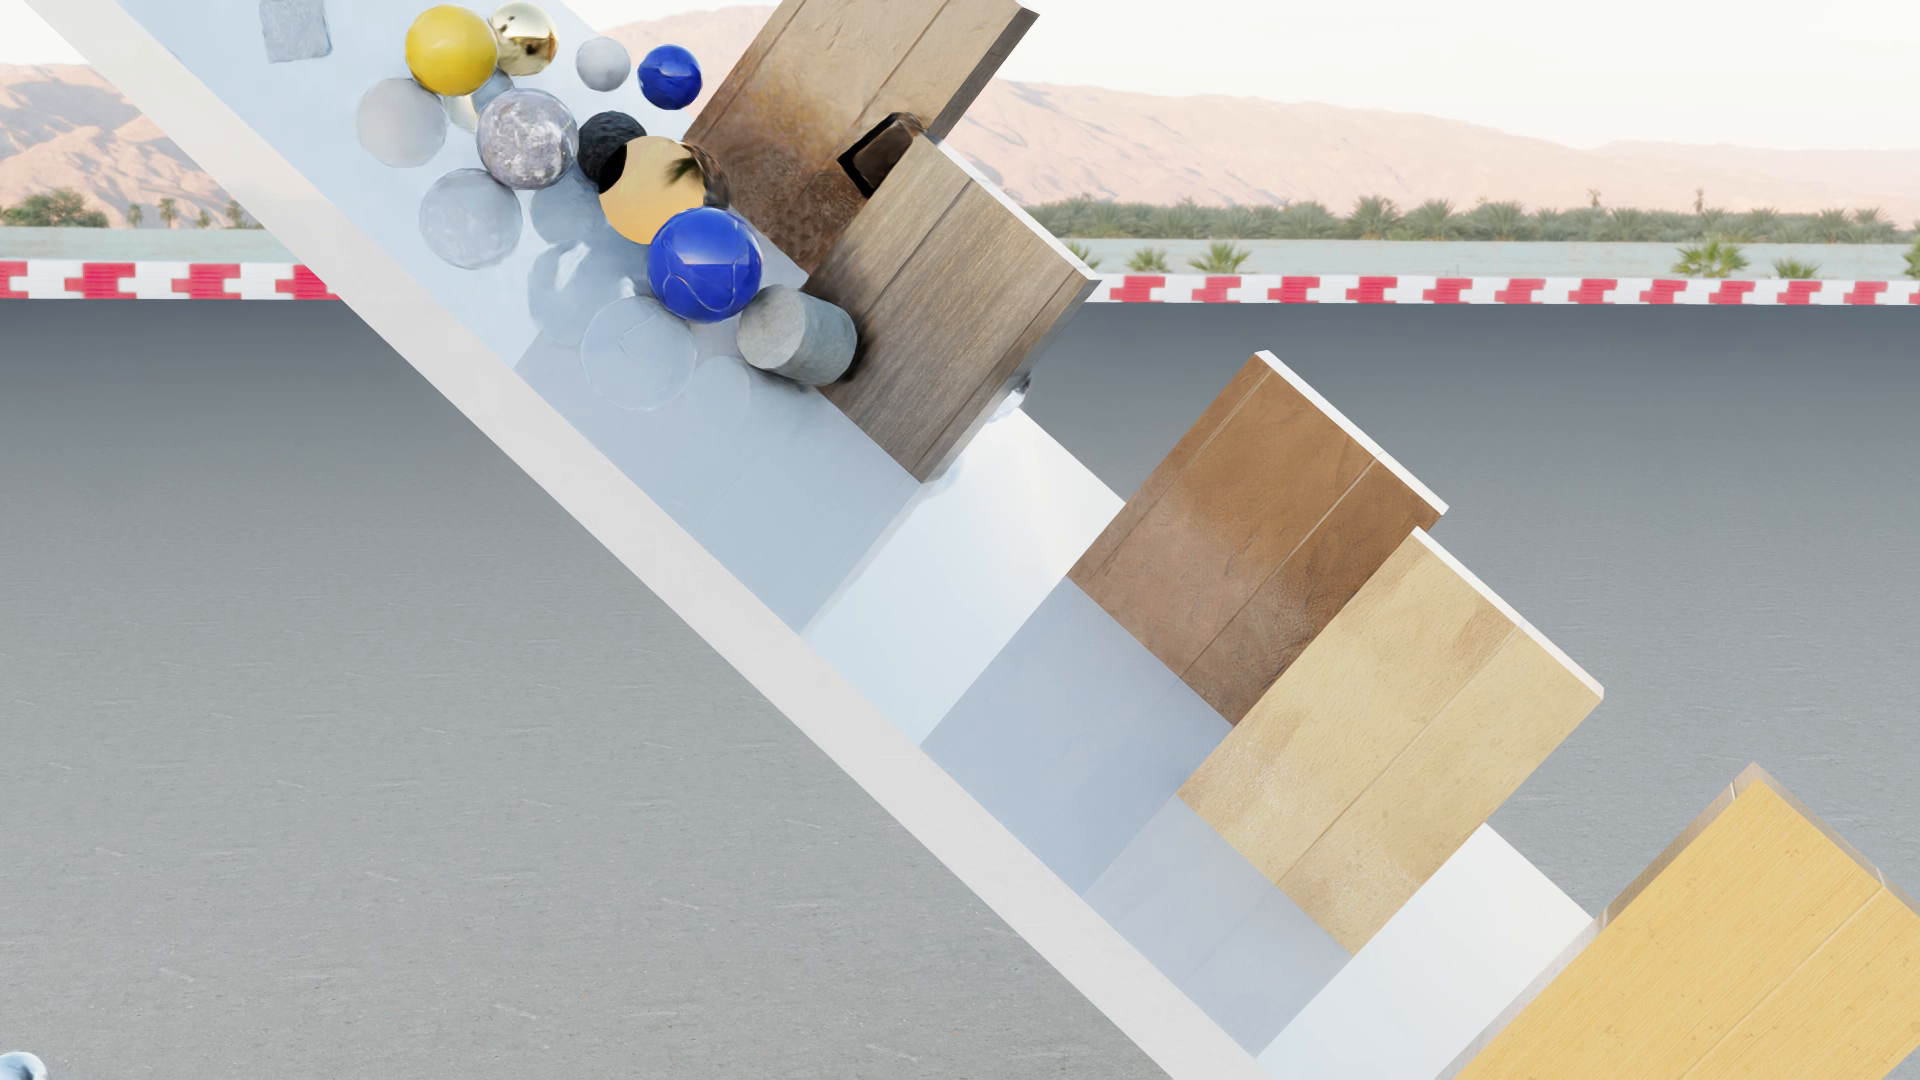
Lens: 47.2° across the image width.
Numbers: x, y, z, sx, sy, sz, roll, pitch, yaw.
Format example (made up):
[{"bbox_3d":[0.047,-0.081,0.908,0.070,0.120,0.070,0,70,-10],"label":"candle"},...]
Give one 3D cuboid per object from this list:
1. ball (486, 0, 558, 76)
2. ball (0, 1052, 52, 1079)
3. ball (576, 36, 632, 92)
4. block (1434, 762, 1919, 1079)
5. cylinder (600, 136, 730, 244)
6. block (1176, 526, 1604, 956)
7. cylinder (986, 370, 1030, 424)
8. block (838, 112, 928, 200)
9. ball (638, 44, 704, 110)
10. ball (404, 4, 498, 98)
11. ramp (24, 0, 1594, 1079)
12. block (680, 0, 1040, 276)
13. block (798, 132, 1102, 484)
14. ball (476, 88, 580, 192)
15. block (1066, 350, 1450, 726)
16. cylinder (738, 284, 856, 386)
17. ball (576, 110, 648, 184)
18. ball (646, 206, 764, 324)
[{"bbox_3d":[-0.873,-0.996,4.373,0.148,0.148,0.148,0,7,0],"label":"ball"},{"bbox_3d":[-2.071,1.196,4.818,0.149,0.149,0.149,0,7,0],"label":"ball"},{"bbox_3d":[-0.733,-0.978,4.518,0.113,0.113,0.113,0,7,0],"label":"ball"},{"bbox_3d":[0.997,0.693,3.026,0.385,0.697,0.105,42,16,8],"label":"block"},{"bbox_3d":[-0.538,-0.634,4.018,0.193,0.193,0.193,1,6,7],"label":"cylinder"},{"bbox_3d":[0.684,0.324,3.534,0.386,0.575,0.103,42,16,8],"label":"block"},{"bbox_3d":[0.025,-0.354,4.466,0.207,0.207,0.207,1,-6,12],"label":"cylinder"},{"bbox_3d":[-0.129,-0.771,4.529,0.152,0.152,0.152,-37,-1,18],"label":"block"},{"bbox_3d":[-0.617,-0.987,4.688,0.140,0.140,0.140,0,7,0],"label":"ball"},{"bbox_3d":[-0.912,-0.877,3.942,0.164,0.164,0.164,0,7,0],"label":"ball"},{"bbox_3d":[0.012,0.034,4.035,4.000,0.100,2.000,42,16,8],"label":"ramp"},{"bbox_3d":[-0.228,-0.976,4.708,0.423,0.722,0.148,42,16,8],"label":"block"},{"bbox_3d":[-0.054,-0.424,4.049,0.409,0.487,0.110,42,16,8],"label":"block"},{"bbox_3d":[-0.745,-0.690,3.792,0.176,0.176,0.176,0,7,0],"label":"ball"},{"bbox_3d":[0.557,0.002,4.143,0.449,0.554,0.149,42,16,8],"label":"block"},{"bbox_3d":[-0.292,-0.366,3.949,0.153,0.153,0.153,5,-6,34],"label":"cylinder"},{"bbox_3d":[-0.657,-0.739,4.161,0.143,0.143,0.143,0,7,0],"label":"ball"},{"bbox_3d":[-0.446,-0.481,3.848,0.203,0.203,0.203,0,7,0],"label":"ball"}]
